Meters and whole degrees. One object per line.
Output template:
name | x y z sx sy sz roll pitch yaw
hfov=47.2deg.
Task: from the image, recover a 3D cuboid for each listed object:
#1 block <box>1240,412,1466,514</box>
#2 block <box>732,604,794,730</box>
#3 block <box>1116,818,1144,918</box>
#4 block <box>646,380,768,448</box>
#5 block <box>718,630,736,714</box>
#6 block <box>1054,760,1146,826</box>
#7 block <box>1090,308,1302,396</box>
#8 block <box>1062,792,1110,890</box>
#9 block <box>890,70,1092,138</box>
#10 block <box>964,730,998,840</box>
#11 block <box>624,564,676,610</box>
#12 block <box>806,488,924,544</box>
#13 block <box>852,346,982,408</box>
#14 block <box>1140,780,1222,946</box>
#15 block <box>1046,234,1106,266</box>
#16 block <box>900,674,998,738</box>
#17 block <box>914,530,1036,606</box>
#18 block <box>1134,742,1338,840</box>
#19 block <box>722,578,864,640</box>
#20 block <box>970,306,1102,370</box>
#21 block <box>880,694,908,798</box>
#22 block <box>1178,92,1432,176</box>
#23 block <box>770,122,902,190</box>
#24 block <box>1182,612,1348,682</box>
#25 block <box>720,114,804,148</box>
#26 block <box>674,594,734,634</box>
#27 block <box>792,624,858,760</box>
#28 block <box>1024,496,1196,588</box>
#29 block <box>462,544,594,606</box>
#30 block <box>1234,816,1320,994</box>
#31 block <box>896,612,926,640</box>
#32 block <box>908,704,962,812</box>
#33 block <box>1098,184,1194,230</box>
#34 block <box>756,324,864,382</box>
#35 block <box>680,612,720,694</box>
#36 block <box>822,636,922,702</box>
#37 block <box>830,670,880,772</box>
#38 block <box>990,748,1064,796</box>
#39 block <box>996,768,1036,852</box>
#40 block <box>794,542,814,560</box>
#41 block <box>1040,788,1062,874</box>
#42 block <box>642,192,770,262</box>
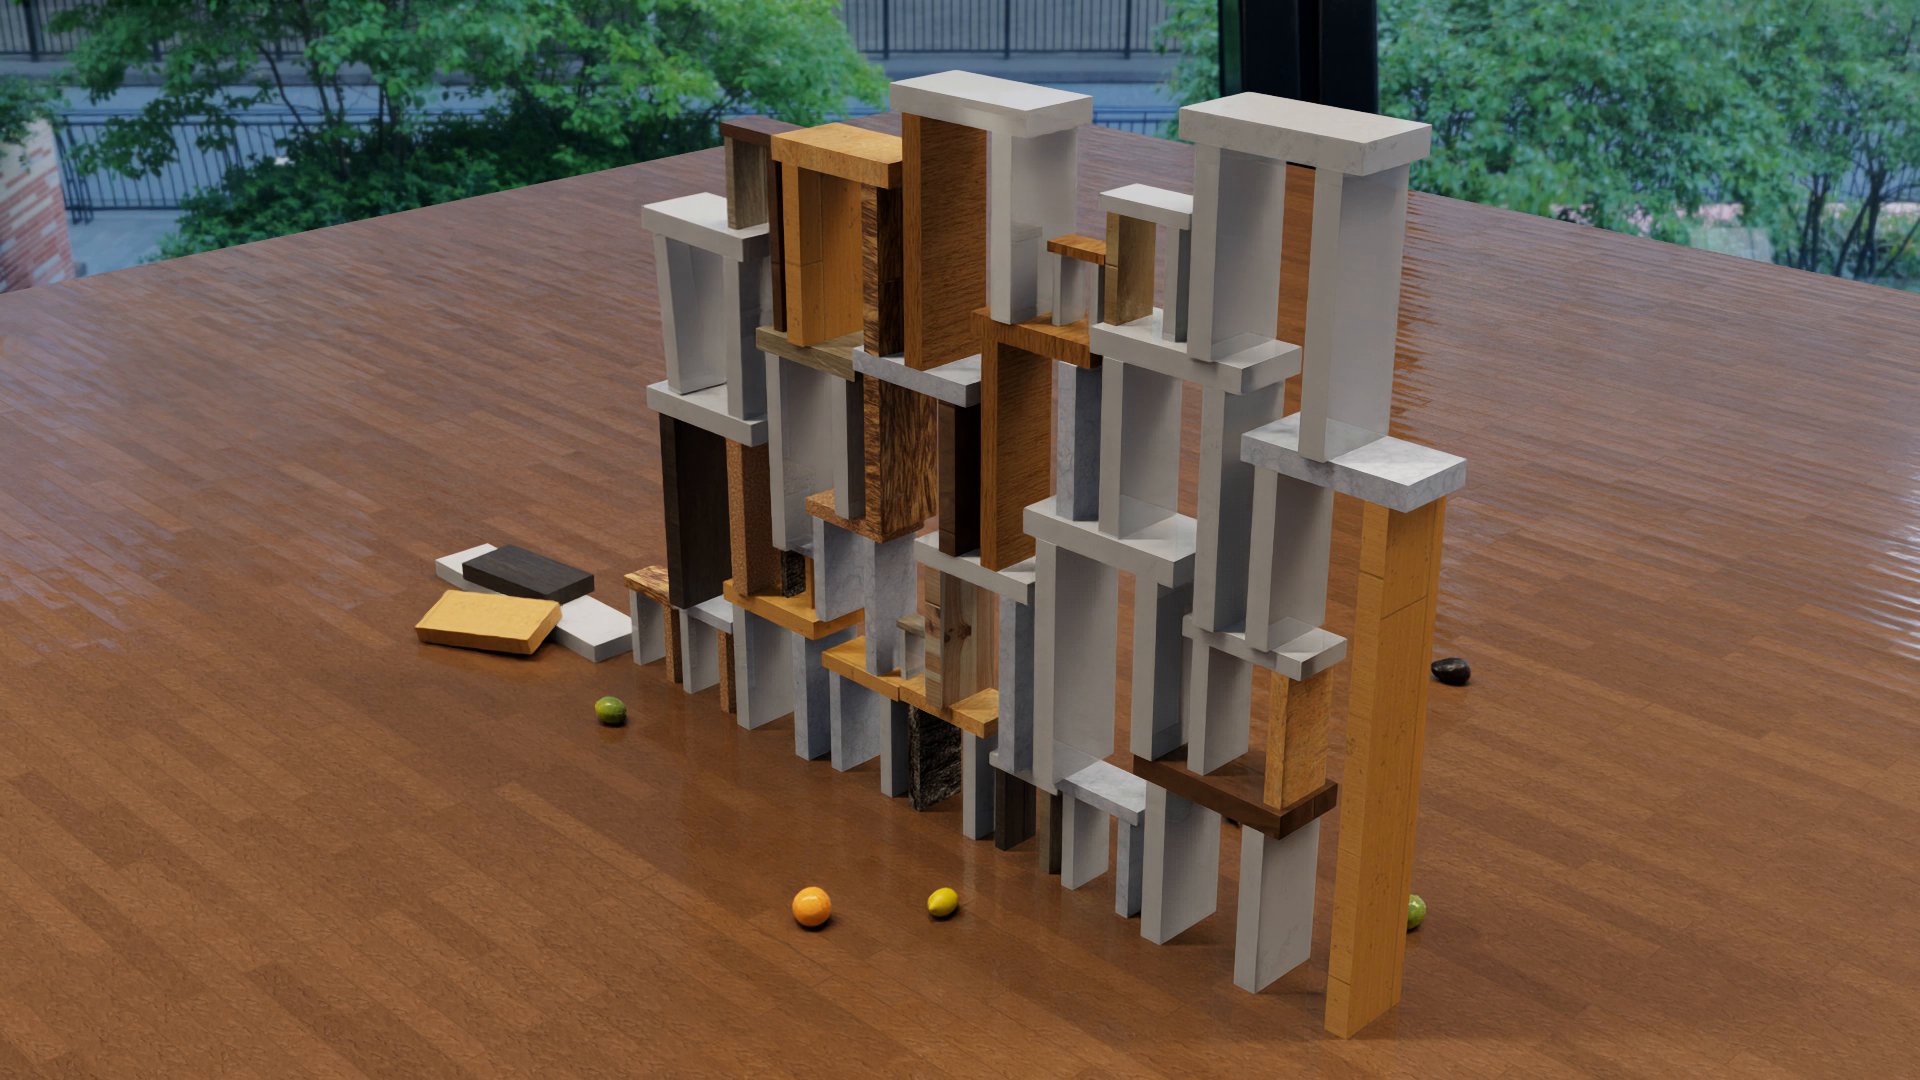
block | 0.623 -0.128 3.497 0.160 0.045 0.320 -21 31 -41
block | -0.421 0.254 4.789 0.041 0.291 0.145 21 31 41
block | 0.337 0.592 4.102 0.029 0.205 0.103 21 31 41
block | -0.485 -0.282 4.632 0.344 0.049 0.172 21 31 40
block | -0.485 0.274 4.861 0.028 0.199 0.099 21 31 41
block | 0.286 0.466 4.098 0.205 0.029 0.103 21 31 41
block | 0.390 -0.317 3.663 0.321 0.046 0.161 21 31 40
block | 0.240 0.555 4.190 0.103 0.205 0.029 -21 31 -41
block | 0.052 -0.764 3.845 0.333 0.047 0.166 21 31 41
block | 0.060 0.466 4.361 0.033 0.236 0.118 21 31 41
block | -0.669 0.106 4.997 0.187 0.027 0.094 21 31 41
block | -0.192 -0.054 4.415 0.114 0.032 0.228 -21 31 -40
block | -0.043 -0.322 4.127 0.152 0.043 0.304 -21 31 -40
block | 0.406 0.562 4.020 0.046 0.326 0.163 21 31 41
block | 0.219 -0.499 3.778 0.130 0.018 0.065 21 31 40
block | 0.005 0.320 4.359 0.236 0.033 0.118 21 31 41
block | 0.070 0.039 4.163 0.149 0.042 0.298 -21 31 -41
block | 0.483 0.420 3.876 0.326 0.046 0.163 21 31 41
block | -0.353 0.128 4.661 0.291 0.041 0.145 21 31 41
block | 0.171 -0.368 3.877 0.144 0.041 0.287 -21 31 -40
block | -0.111 0.404 4.517 0.114 0.229 0.032 -21 31 -41
block | 0.527 -0.627 3.380 0.348 0.049 0.174 21 31 41
block | -0.186 -0.722 4.120 0.163 0.046 0.326 -21 31 -40
block | 0.515 0.164 3.730 0.126 0.036 0.252 -21 31 -41
block | -0.376 -0.796 4.293 0.092 0.026 0.184 -21 31 -40
block | -0.532 0.151 4.859 0.199 0.028 0.099 21 31 40
block | -0.284 0.308 4.663 0.041 0.291 0.145 21 31 41
block | 0.298 -0.012 3.887 0.346 0.049 0.173 21 31 40
block | -1.057 0.090 5.382 0.306 0.043 0.153 17 28 35
block | 0.560 0.622 3.878 0.046 0.326 0.163 21 31 41
block | -0.073 0.174 4.380 0.051 0.015 0.103 -21 31 -41
block | -0.051 0.423 4.463 0.033 0.236 0.118 21 31 41
block | 0.333 -0.550 3.624 0.193 0.027 0.096 21 31 40
block | -0.252 -0.382 4.342 0.147 0.042 0.293 -21 31 -40
block | -0.578 0.237 4.947 0.099 0.199 0.028 -21 31 -41
block | -0.164 0.263 4.515 0.114 0.032 0.229 -21 31 -40
block | -0.218 0.362 4.616 0.114 0.229 0.032 -21 31 -41
block | 0.152 0.436 4.242 0.179 0.025 0.090 21 31 41
block | 0.110 0.514 4.321 0.025 0.179 0.090 21 31 41
block | -0.320 0.009 4.574 0.115 0.016 0.058 21 31 40
block | 0.194 0.547 4.243 0.025 0.179 0.090 21 31 41
block | -0.482 -0.641 4.488 0.168 0.048 0.337 -20 31 -39
